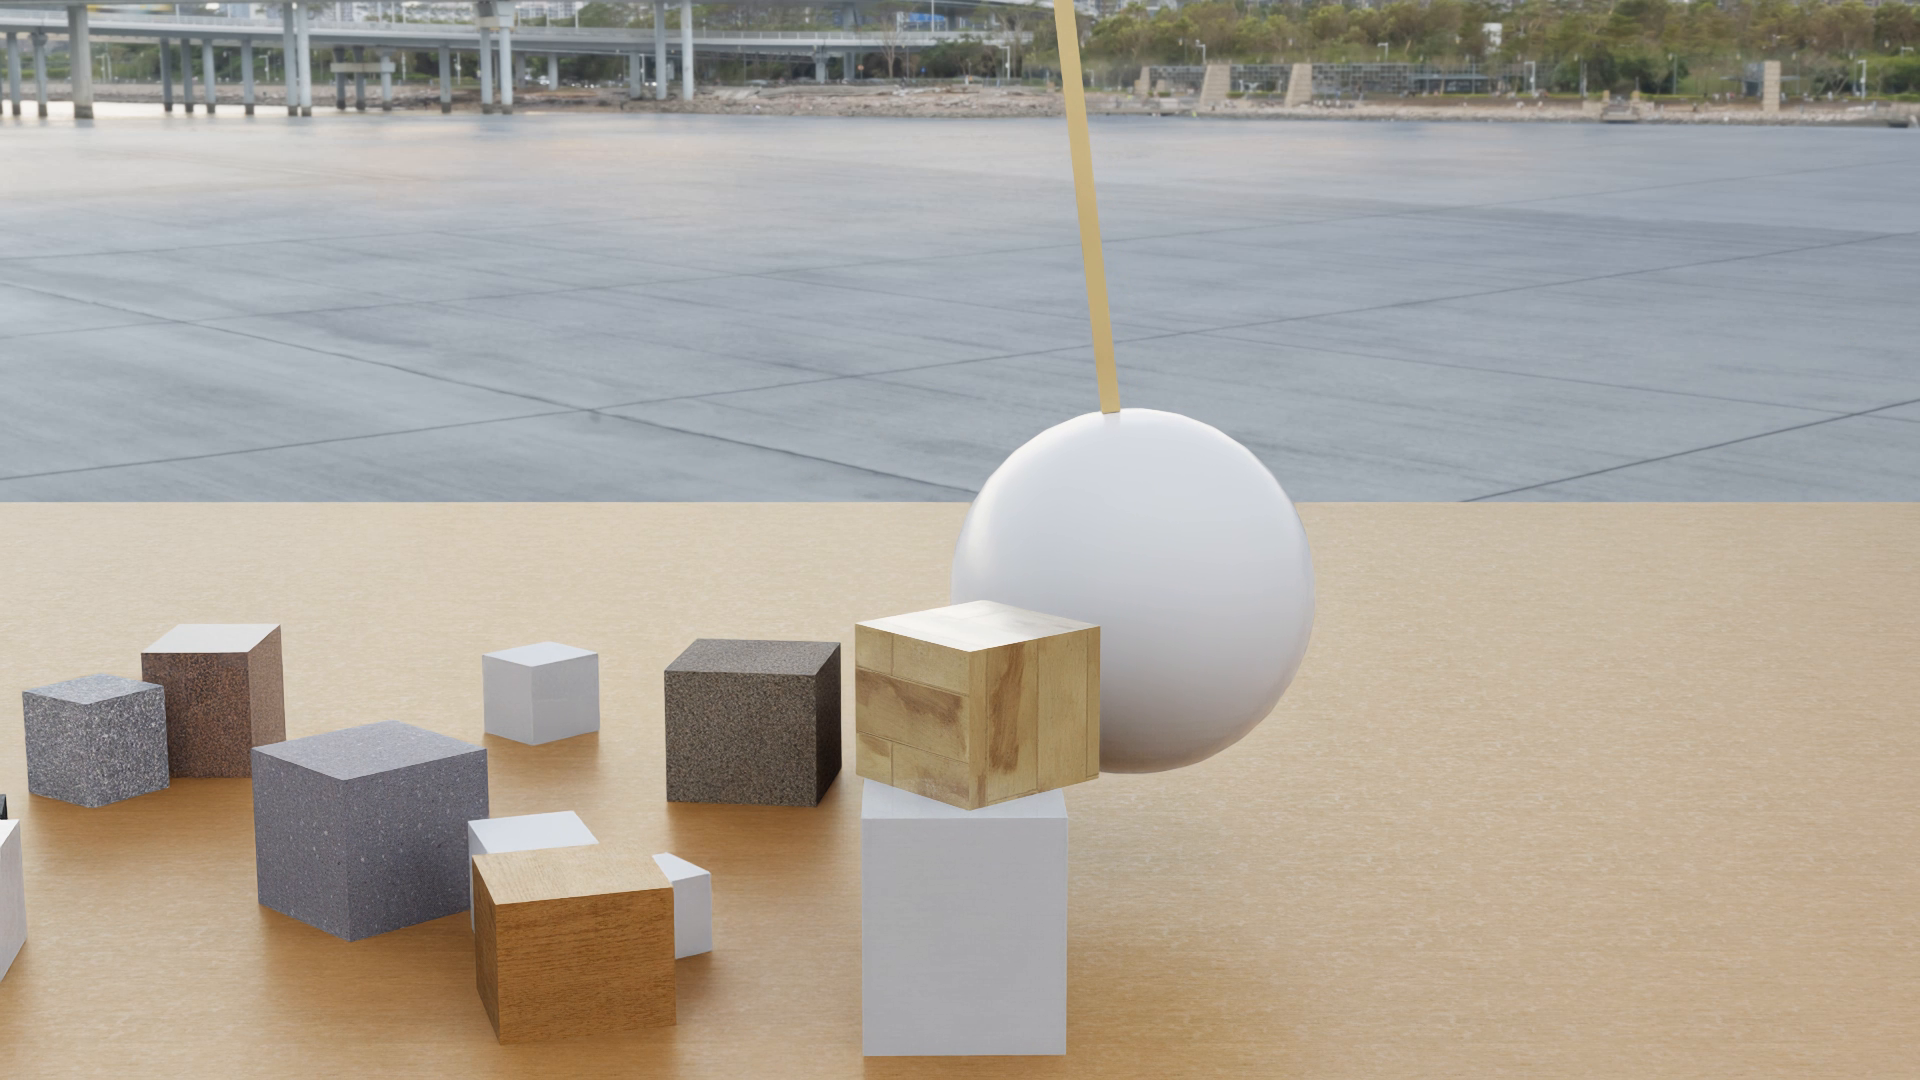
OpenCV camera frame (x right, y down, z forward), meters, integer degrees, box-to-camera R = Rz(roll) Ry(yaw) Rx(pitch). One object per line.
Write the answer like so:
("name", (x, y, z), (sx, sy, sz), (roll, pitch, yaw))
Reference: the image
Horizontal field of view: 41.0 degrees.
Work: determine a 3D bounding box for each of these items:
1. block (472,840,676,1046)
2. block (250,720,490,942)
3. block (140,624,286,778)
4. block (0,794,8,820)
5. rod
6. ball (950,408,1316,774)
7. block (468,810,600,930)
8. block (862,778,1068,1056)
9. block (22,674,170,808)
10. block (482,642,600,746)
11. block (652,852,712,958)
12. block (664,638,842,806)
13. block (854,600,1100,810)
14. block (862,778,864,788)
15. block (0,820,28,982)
("block", (-1.470, 1.514, 9.734), (0.656, 0.538, 0.627), (-3, 11, -18))
("block", (-2.506, 1.221, 10.936), (0.718, 0.685, 0.702), (10, 14, 44))
("block", (-3.838, 0.822, 13.230), (0.532, 0.650, 0.678), (0, 10, -1))
("block", (-4.410, 1.336, 11.305), (0.391, 0.326, 0.345), (-3, 11, -17))
("rod", (0.326, -3.095, 10.618), (0.080, 5.200, 0.080), (-7, 10, 1))
("ball", (0.752, 0.224, 11.221), (1.600, 1.600, 1.600), (0, 10, 0))
("block", (-1.739, 1.417, 10.487), (0.441, 0.459, 0.513), (-4, 11, -20))
("block", (0.009, 1.357, 9.608), (0.737, 0.891, 0.799), (0, 10, -1))
("block", (-4.273, 0.986, 12.694), (0.488, 0.518, 0.464), (7, 12, 34))
("block", (-2.260, 0.822, 13.848), (0.430, 0.428, 0.451), (9, 14, 42))
("block", (-1.243, 1.497, 10.412), (0.340, 0.328, 0.345), (-8, 13, -37))
("block", (-1.020, 0.899, 12.785), (0.743, 0.658, 0.728), (1, 10, 7))
("block", (0.064, 0.604, 9.624), (0.653, 0.586, 0.645), (-9, 14, -41))
("block", (-0.013, 1.249, 10.419), (0.756, 0.815, 0.820), (0, 10, -2))
("block", (-4.090, 1.450, 10.186), (0.600, 0.502, 0.610), (-2, 10, -9))
